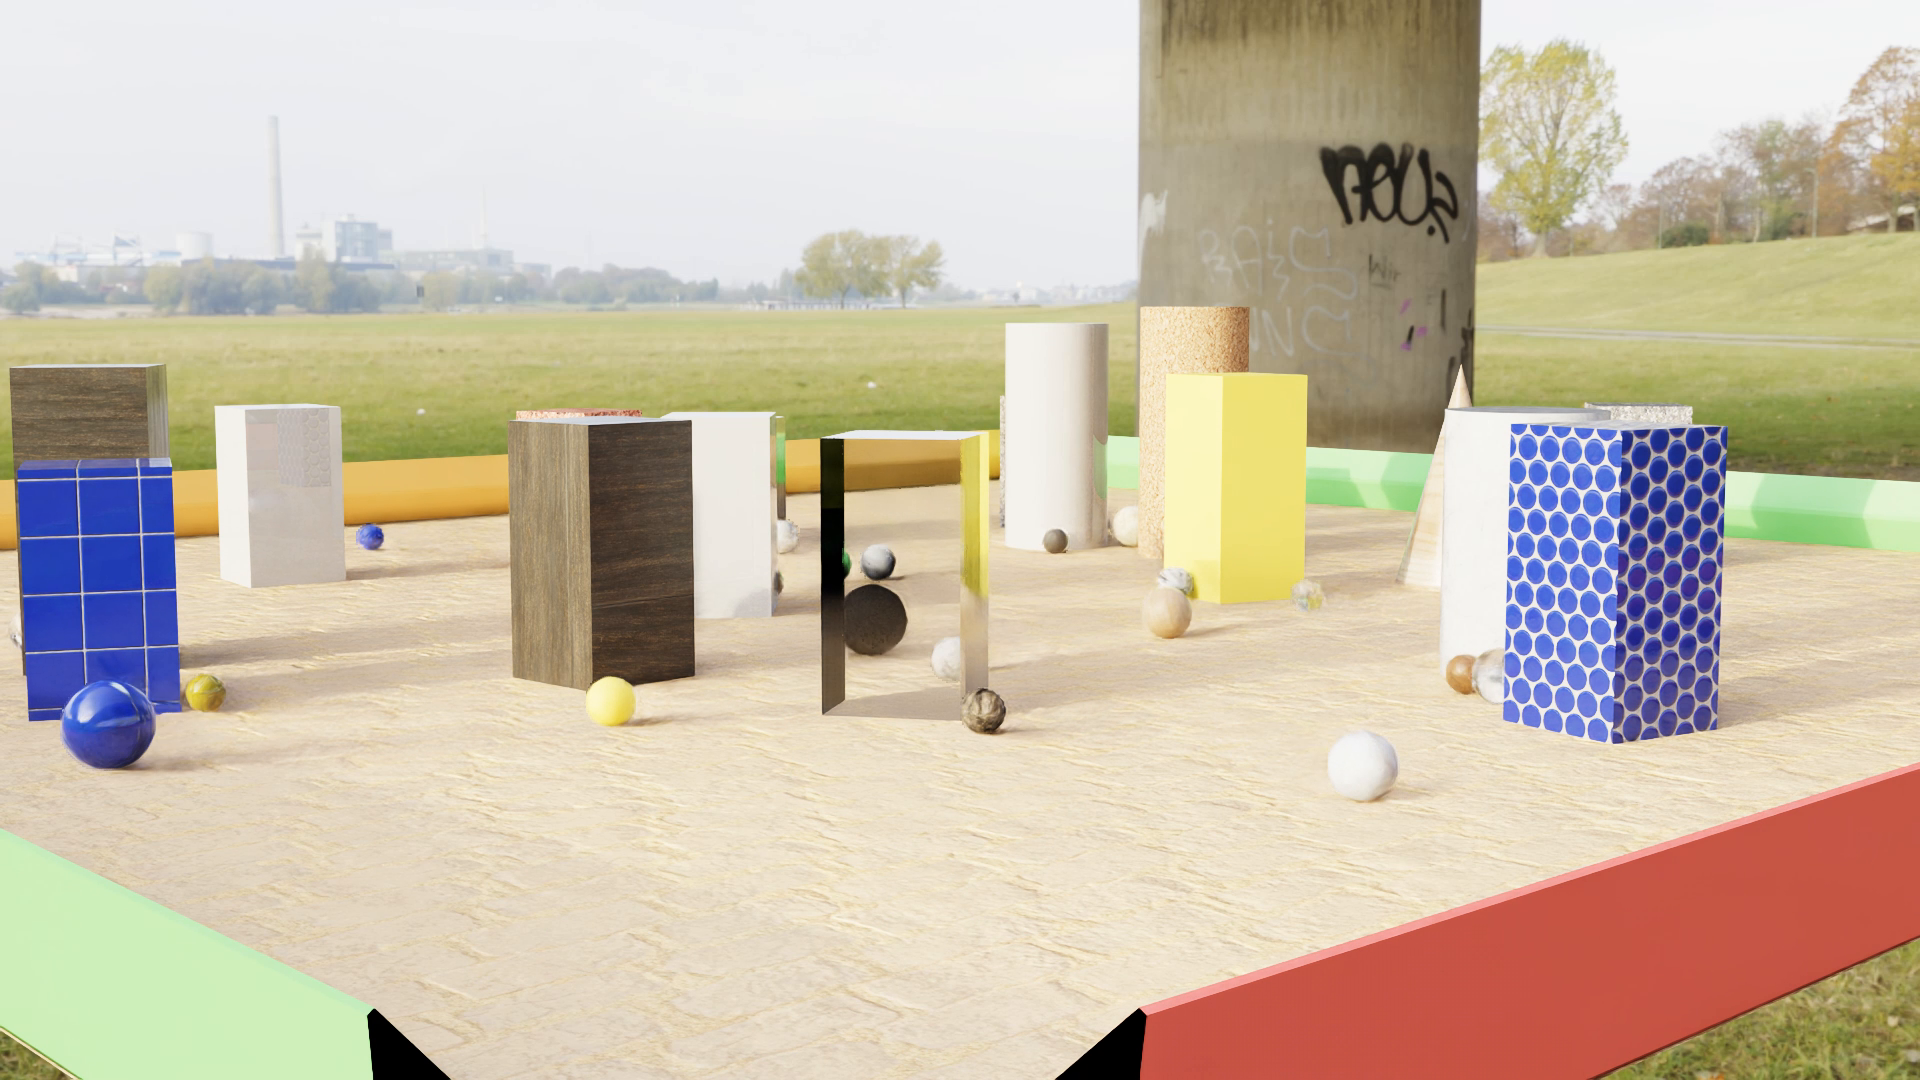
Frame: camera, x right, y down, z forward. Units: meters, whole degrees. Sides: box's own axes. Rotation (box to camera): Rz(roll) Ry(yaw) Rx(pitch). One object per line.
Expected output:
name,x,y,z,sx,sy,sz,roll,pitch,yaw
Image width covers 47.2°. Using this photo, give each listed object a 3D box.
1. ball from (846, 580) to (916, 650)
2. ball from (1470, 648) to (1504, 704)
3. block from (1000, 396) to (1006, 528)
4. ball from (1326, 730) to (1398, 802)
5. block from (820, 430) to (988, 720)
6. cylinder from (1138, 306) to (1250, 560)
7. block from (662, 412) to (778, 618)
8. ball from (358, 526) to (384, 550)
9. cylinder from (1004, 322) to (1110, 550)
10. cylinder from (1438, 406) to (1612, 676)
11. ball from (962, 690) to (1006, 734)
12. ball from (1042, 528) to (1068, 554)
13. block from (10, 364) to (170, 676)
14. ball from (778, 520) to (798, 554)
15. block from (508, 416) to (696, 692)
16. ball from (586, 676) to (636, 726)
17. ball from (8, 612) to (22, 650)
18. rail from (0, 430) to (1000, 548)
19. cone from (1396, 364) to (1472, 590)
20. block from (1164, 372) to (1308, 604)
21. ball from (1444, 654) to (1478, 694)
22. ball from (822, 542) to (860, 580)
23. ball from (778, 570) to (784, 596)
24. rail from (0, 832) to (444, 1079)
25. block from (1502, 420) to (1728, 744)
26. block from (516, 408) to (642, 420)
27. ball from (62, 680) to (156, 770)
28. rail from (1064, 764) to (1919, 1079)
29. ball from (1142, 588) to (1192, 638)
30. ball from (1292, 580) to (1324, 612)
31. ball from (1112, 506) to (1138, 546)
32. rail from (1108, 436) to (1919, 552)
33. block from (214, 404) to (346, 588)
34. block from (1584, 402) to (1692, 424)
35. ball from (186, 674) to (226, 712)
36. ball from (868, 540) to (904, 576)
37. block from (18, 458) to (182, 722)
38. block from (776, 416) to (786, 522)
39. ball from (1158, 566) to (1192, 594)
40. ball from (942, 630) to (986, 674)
ball,-0.103,0.098,2.891,0.092,0.092,0.092,0,6,0
ball,0.611,0.154,2.491,0.064,0.064,0.064,0,6,0
block,0.192,-0.160,4.498,0.156,0.270,0.156,5,8,41
ball,0.366,0.205,1.999,0.064,0.064,0.064,0,6,0
block,-0.060,0.035,2.465,0.156,0.306,0.156,1,6,12
cylinder,0.423,-0.196,3.982,0.195,0.449,0.195,0,6,0
block,-0.353,-0.040,3.251,0.156,0.291,0.156,0,6,-1
ball,-1.091,-0.004,4.074,0.048,0.048,0.048,0,6,0
cylinder,0.183,-0.200,4.160,0.195,0.419,0.195,0,6,0
cylinder,0.686,0.004,2.678,0.195,0.324,0.195,0,6,0
ball,0.025,0.181,2.316,0.047,0.047,0.047,0,6,0
ball,0.174,0.002,4.021,0.047,0.047,0.047,0,6,0
block,-1.081,-0.030,2.754,0.156,0.375,0.156,-1,6,-11
ball,-0.325,-0.005,4.020,0.061,0.061,0.061,0,6,0
block,-0.433,0.011,2.660,0.156,0.312,0.156,5,8,42
ball,-0.374,0.173,2.359,0.053,0.053,0.053,0,6,0
ball,-1.208,0.118,2.864,0.057,0.057,0.057,0,6,0
rail,-1.188,-0.101,4.613,3.568,0.127,0.045,-5,8,-42
cone,0.810,-0.107,3.571,0.195,0.357,0.195,0,6,0
block,0.428,-0.085,3.427,0.156,0.344,0.156,-3,7,-27
ball,0.587,0.155,2.555,0.047,0.047,0.047,0,6,0
ball,-0.197,0.035,3.627,0.064,0.064,0.064,0,6,0
ball,-0.298,0.066,3.371,0.055,0.055,0.055,0,6,0
rail,-1.294,0.157,2.145,0.045,0.127,3.552,-5,8,-42
block,0.698,0.038,2.349,0.156,0.323,0.156,-4,7,-30
block,-0.677,-0.098,3.924,0.156,0.266,0.156,4,7,31
ball,-0.826,0.180,2.136,0.086,0.086,0.086,0,6,0
rail,1.188,0.167,2.051,3.568,0.127,0.045,-5,8,-42
ball,0.282,0.099,2.992,0.069,0.069,0.069,0,6,0
ball,0.512,0.083,3.242,0.047,0.047,0.047,0,6,0
ball,0.324,-0.026,4.138,0.078,0.078,0.078,0,6,0
rail,1.294,-0.091,4.519,0.045,0.127,3.552,-5,8,-42
block,-1.119,-0.076,3.620,0.156,0.286,0.156,-4,7,-35
block,1.172,-0.095,3.819,0.156,0.281,0.156,1,6,8
ball,-0.837,0.170,2.441,0.042,0.042,0.042,0,6,0
ball,-0.125,0.031,3.679,0.060,0.060,0.060,0,6,0
block,-0.964,0.051,2.470,0.156,0.273,0.156,-2,6,-20
block,-0.443,-0.119,4.266,0.156,0.236,0.156,2,6,21
ball,0.331,0.066,3.386,0.052,0.052,0.052,0,6,0
ball,0.005,0.137,2.698,0.055,0.055,0.055,0,6,0
